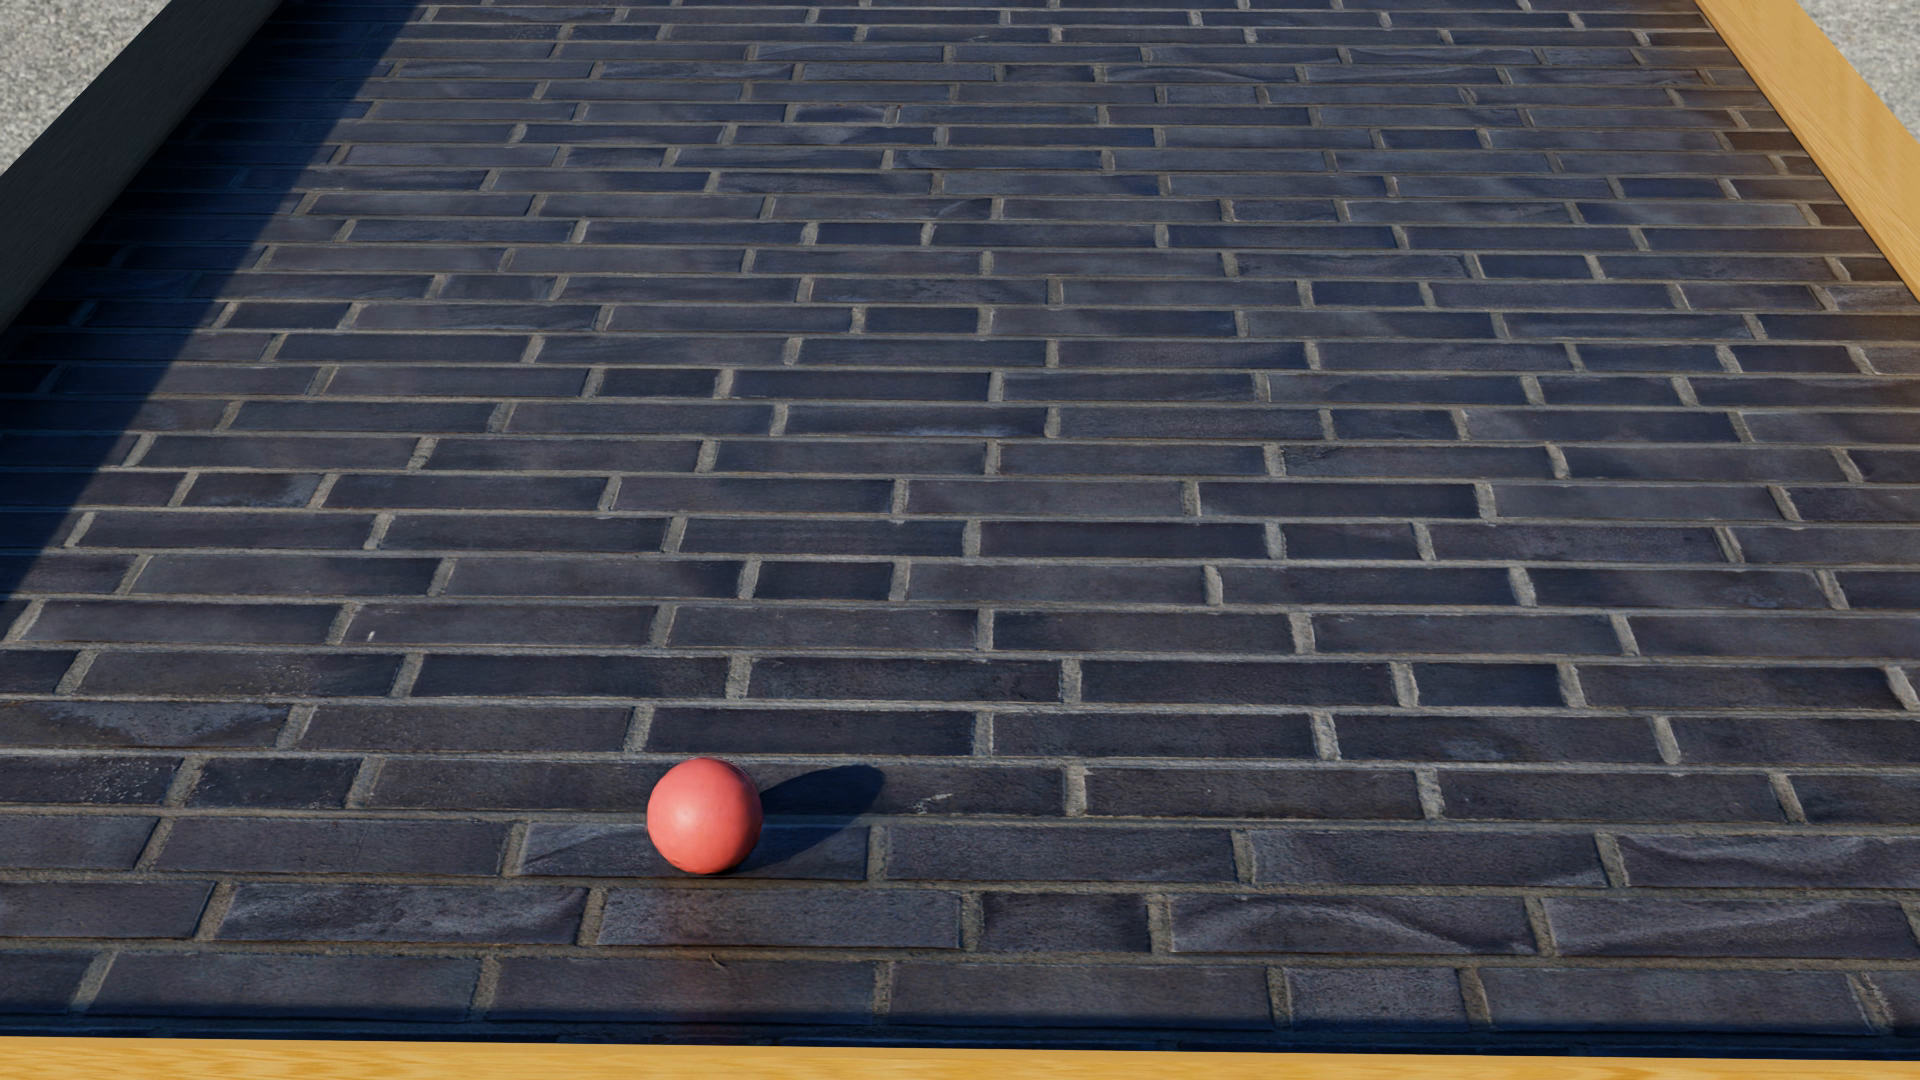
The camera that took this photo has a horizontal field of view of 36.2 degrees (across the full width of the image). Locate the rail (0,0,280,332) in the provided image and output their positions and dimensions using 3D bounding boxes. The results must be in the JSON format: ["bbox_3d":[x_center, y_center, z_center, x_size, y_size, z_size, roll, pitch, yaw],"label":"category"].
[{"bbox_3d":[-0.729,-0.321,2.517,0.045,0.112,2.688,1,26,1],"label":"rail"}]

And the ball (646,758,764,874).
[{"bbox_3d":[-0.139,0.150,1.602,0.063,0.063,0.063,0,26,0],"label":"ball"}]

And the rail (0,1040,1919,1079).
[{"bbox_3d":[-0.014,0.262,1.315,1.536,0.112,0.045,1,26,1],"label":"rail"}]

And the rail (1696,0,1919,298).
[{"bbox_3d":[0.759,-0.307,2.488,0.045,0.112,2.688,1,26,1],"label":"rail"}]
